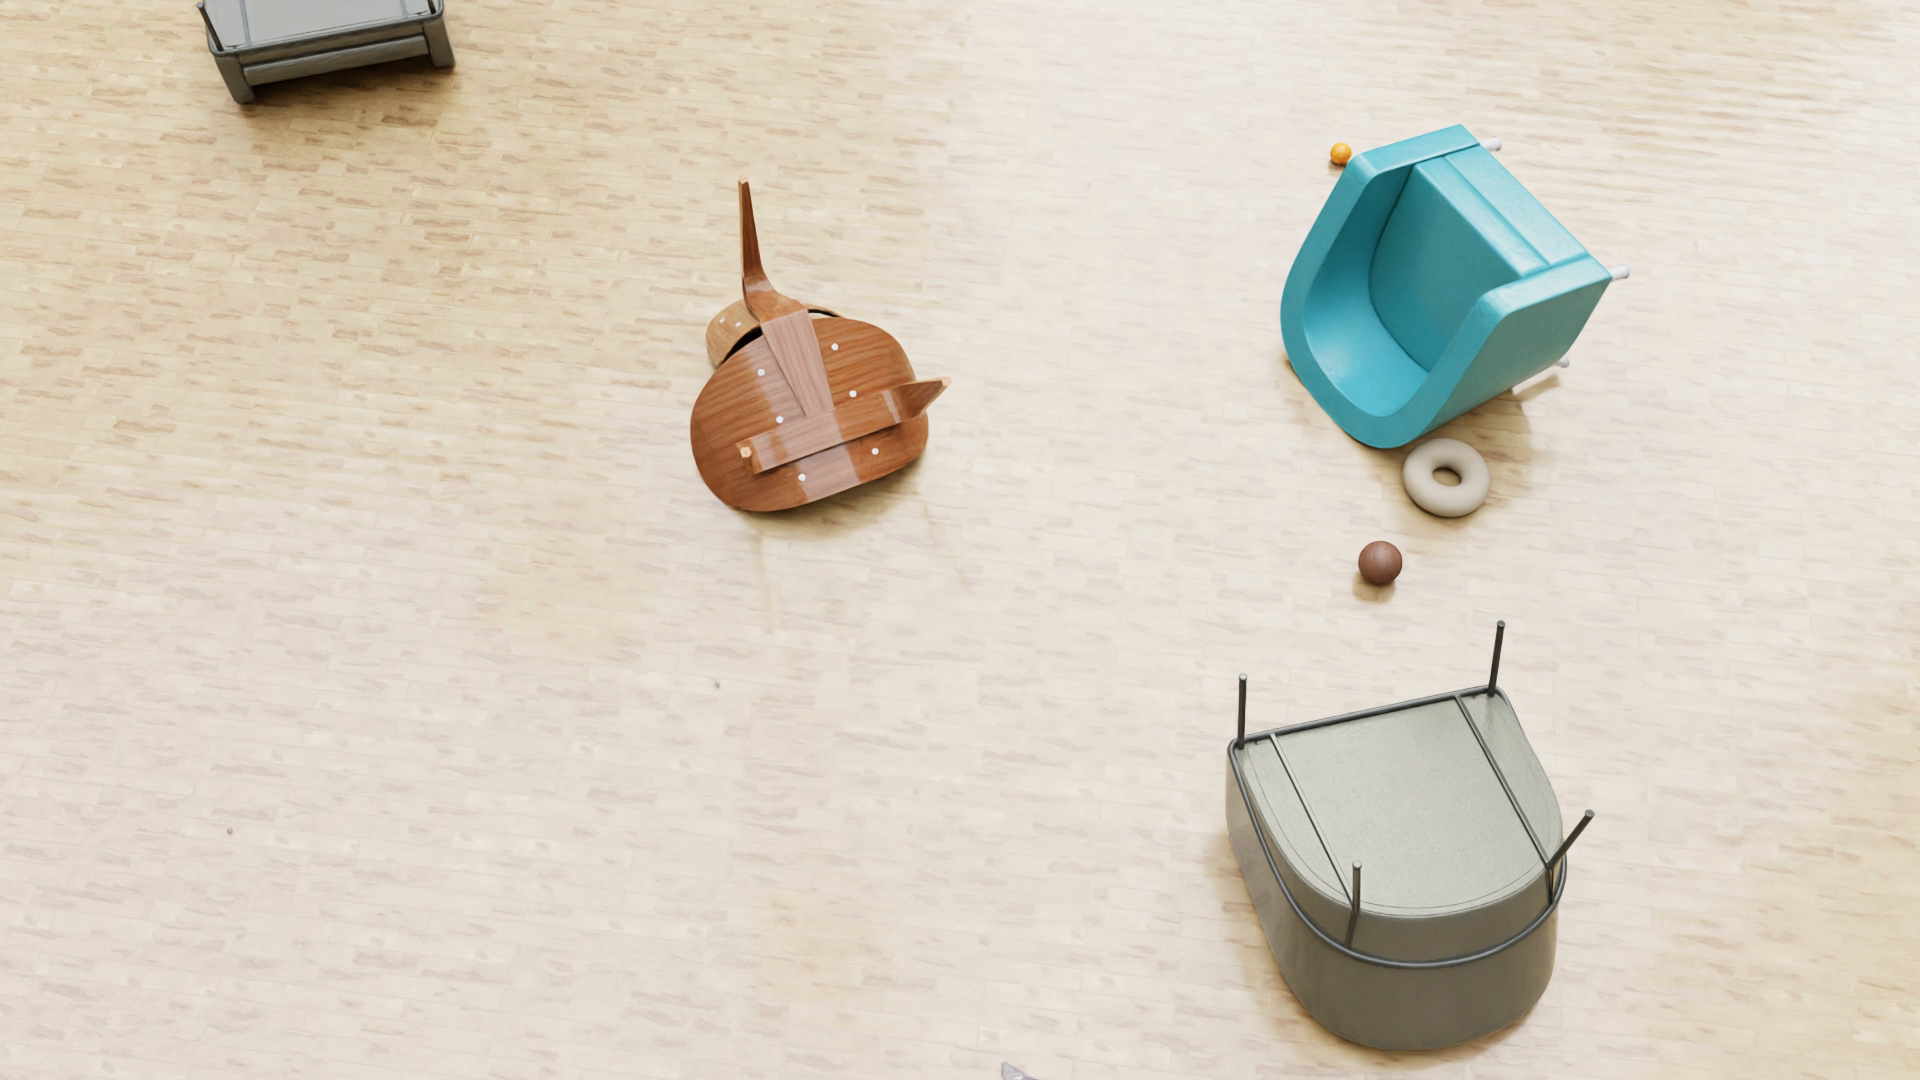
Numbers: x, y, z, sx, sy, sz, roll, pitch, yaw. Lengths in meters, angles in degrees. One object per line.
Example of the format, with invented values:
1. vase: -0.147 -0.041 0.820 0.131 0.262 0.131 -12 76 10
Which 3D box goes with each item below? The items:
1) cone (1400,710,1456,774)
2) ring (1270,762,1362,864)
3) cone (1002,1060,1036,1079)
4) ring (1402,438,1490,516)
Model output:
1. cone: 1.343 0.593 6.130 0.197 0.168 0.154 -35 93 -48
2. ring: 0.977 0.748 6.036 0.218 0.060 0.352 30 61 17
3. cone: 0.146 1.383 5.605 0.133 0.157 0.185 -55 38 11
4. ring: 1.471 -0.190 6.647 0.264 0.092 0.272 -6 57 -5
